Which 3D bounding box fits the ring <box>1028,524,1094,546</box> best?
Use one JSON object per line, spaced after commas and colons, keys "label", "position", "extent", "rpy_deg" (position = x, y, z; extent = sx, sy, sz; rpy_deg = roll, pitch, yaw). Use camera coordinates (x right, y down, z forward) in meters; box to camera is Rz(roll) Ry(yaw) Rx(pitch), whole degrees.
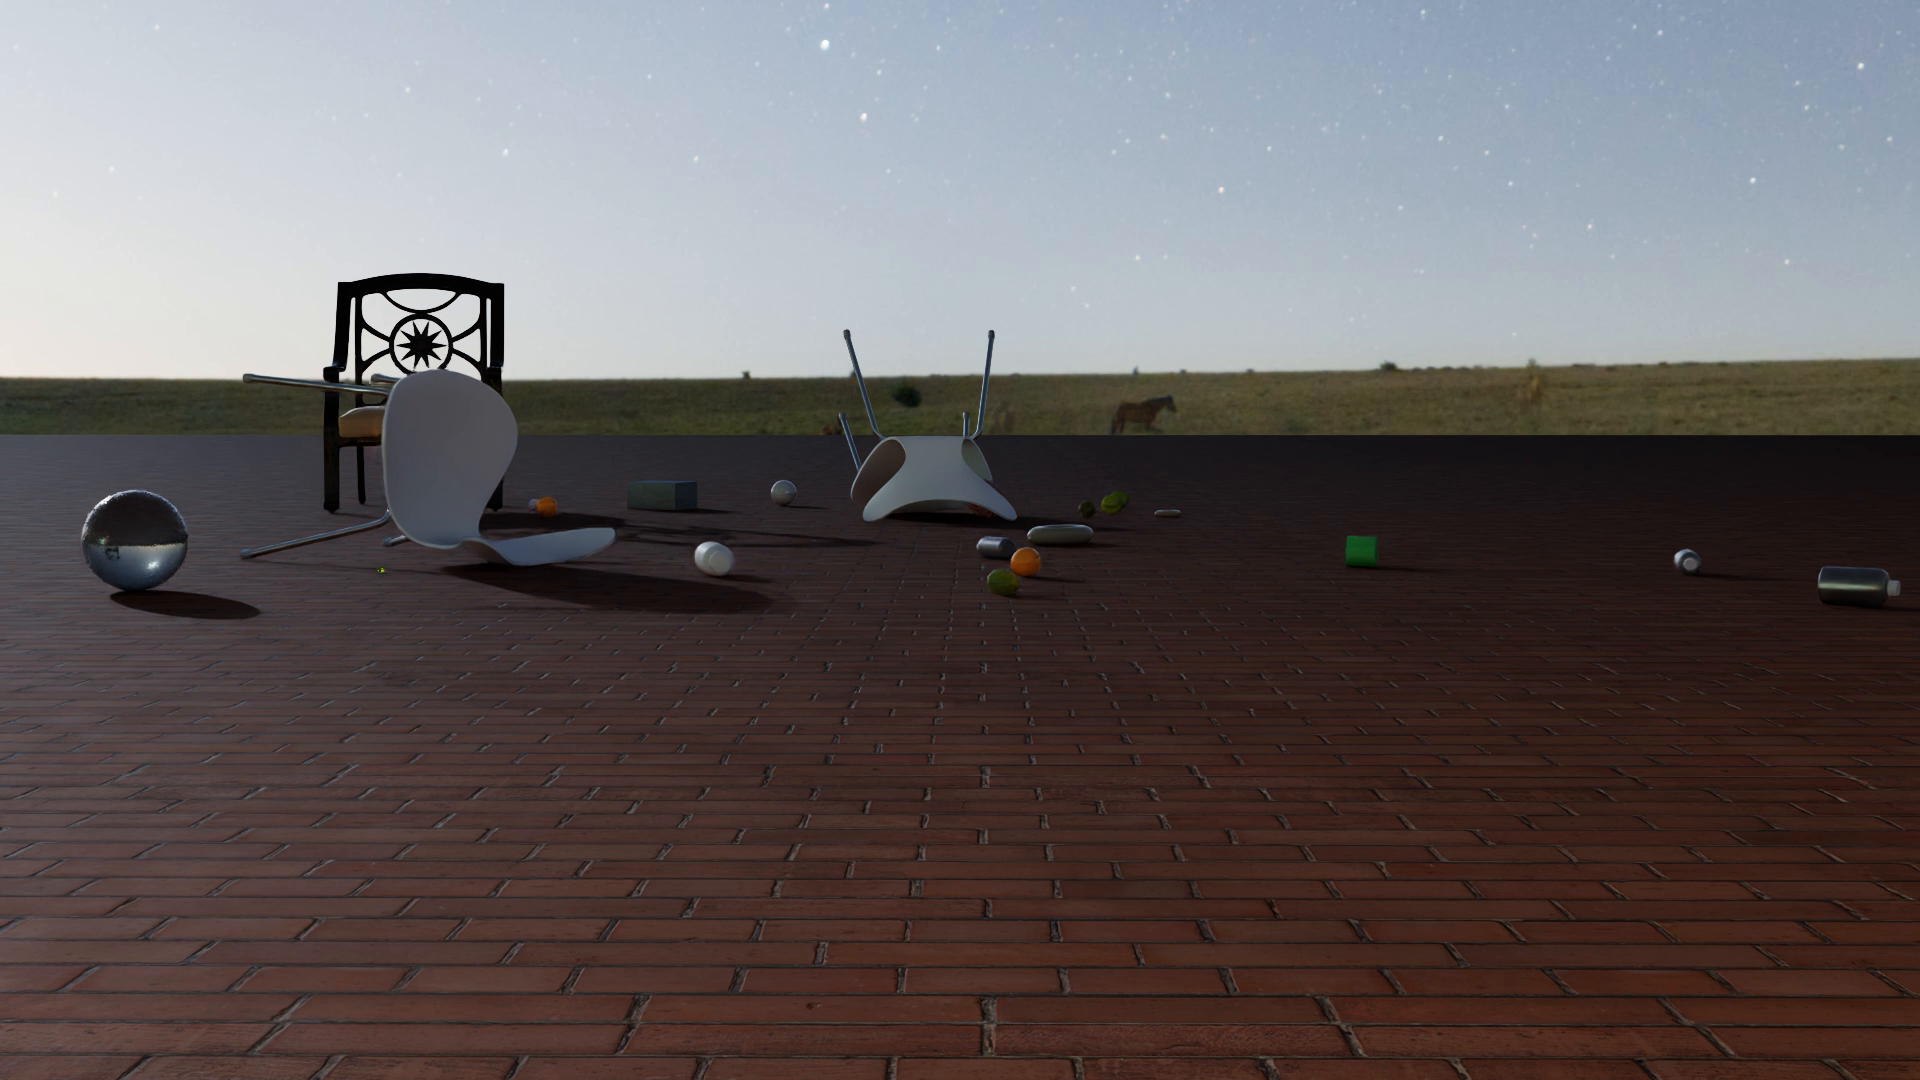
{"label": "ring", "position": [0.292, -0.014, 6.382], "extent": [0.226, 0.052, 0.131], "rpy_deg": [-4, 6, -37]}

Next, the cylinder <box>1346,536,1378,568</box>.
{"label": "cylinder", "position": [1.019, 0.028, 5.574], "extent": [0.073, 0.070, 0.096], "rpy_deg": [1, 35, 17]}

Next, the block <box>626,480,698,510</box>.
{"label": "block", "position": [-1.121, -0.169, 8.276], "extent": [0.211, 0.100, 0.155], "rpy_deg": [2, 4, 25]}

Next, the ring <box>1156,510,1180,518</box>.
{"label": "ring", "position": [0.731, -0.093, 7.747], "extent": [0.106, 0.022, 0.060], "rpy_deg": [-4, 6, -35]}

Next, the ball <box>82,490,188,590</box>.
{"label": "ball", "position": [-1.835, 0.001, 4.893], "extent": [0.224, 0.224, 0.224], "rpy_deg": [0, 4, 0]}

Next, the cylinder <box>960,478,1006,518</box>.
{"label": "cylinder", "position": [0.084, -0.147, 7.724], "extent": [0.167, 0.104, 0.117], "rpy_deg": [39, 10, 6]}

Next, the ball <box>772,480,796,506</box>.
{"label": "ball", "position": [-0.678, -0.181, 8.469], "extent": [0.099, 0.099, 0.099], "rpy_deg": [0, 4, 0]}
